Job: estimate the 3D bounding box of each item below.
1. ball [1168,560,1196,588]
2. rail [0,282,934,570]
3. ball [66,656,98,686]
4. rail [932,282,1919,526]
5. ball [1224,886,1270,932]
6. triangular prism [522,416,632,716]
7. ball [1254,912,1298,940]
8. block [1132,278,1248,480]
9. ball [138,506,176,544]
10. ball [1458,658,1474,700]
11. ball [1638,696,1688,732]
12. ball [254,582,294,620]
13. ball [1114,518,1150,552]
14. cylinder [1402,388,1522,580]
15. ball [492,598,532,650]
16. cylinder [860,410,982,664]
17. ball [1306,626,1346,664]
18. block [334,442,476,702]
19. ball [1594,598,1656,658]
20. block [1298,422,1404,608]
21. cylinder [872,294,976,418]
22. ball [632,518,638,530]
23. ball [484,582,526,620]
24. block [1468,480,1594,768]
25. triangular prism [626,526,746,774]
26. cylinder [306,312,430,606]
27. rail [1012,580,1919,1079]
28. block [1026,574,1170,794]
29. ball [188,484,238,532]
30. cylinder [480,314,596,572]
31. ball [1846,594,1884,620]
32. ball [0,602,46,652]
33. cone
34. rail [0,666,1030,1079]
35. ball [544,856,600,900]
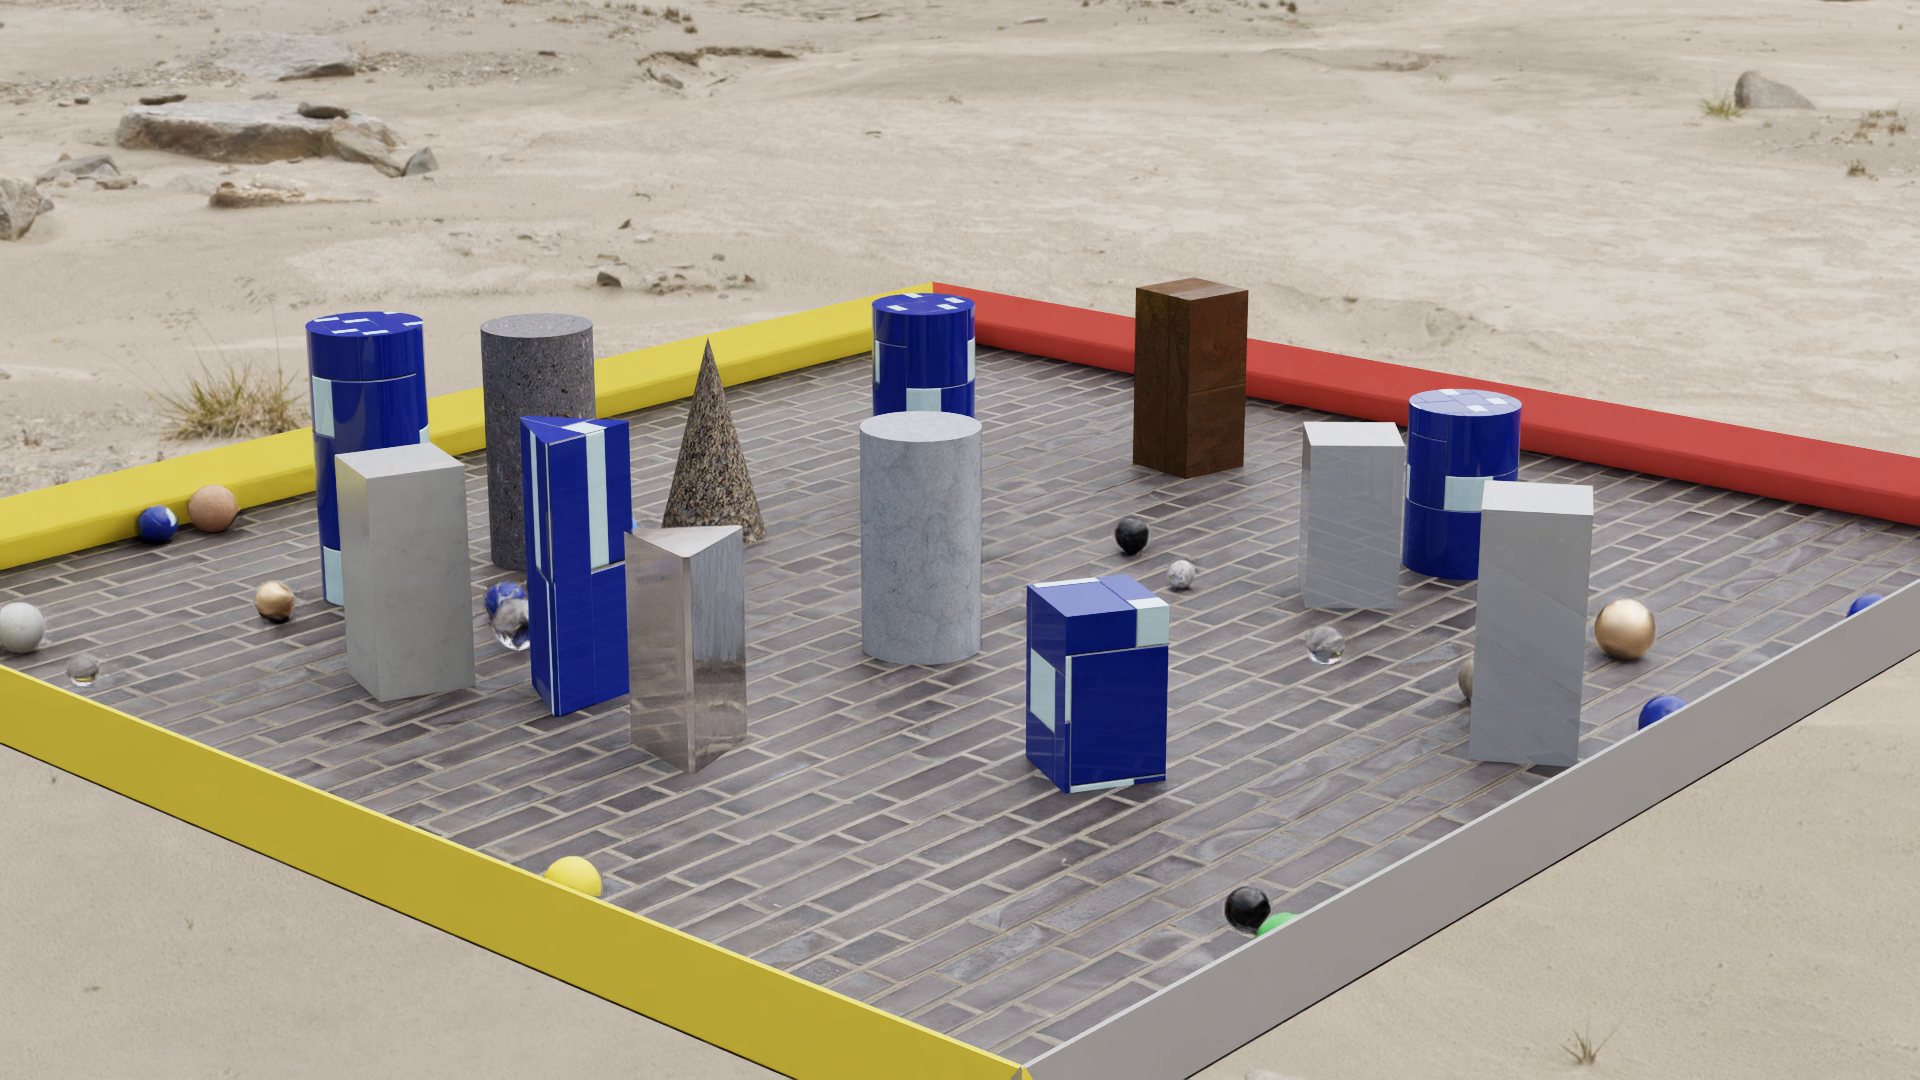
[{"bbox_3d":[0.391,0.060,5.171,0.049,0.049,0.049,0,17,0],"label":"ball"},{"bbox_3d":[-1.038,-0.228,5.983,0.045,0.129,3.019,14,22,39],"label":"rail"},{"bbox_3d":[-1.399,0.209,4.677,0.049,0.049,0.049,0,17,0],"label":"ball"},{"bbox_3d":[0.974,-0.291,6.194,2.797,0.129,0.045,14,22,39],"label":"rail"},{"bbox_3d":[0.370,0.475,3.774,0.059,0.059,0.059,0,17,0],"label":"ball"},{"bbox_3d":[-0.626,0.031,4.589,0.149,0.439,0.172,14,22,38],"label":"triangular prism"},{"bbox_3d":[0.406,0.503,3.649,0.078,0.078,0.078,0,17,0],"label":"ball"},{"bbox_3d":[0.464,-0.328,5.911,0.159,0.364,0.159,-13,21,-37],"label":"block"},{"bbox_3d":[-1.487,-0.029,5.431,0.069,0.069,0.069,0,17,0],"label":"ball"},{"bbox_3d":[0.819,0.220,4.600,0.072,0.072,0.072,0,17,0],"label":"ball"},{"bbox_3d":[1.058,0.276,4.387,0.086,0.086,0.086,0,17,0],"label":"ball"},{"bbox_3d":[-1.167,0.104,4.994,0.067,0.067,0.067,0,17,0],"label":"ball"},{"bbox_3d":[0.315,-0.009,5.373,0.064,0.064,0.064,0,17,0],"label":"ball"},{"bbox_3d":[0.901,-0.102,5.271,0.199,0.301,0.199,0,17,0],"label":"cylinder"},{"bbox_3d":[-0.729,0.138,4.846,0.087,0.087,0.087,0,17,0],"label":"ball"},{"bbox_3d":[-0.064,-0.005,4.820,0.199,0.376,0.199,0,17,0],"label":"cylinder"},{"bbox_3d":[0.596,0.171,4.778,0.063,0.063,0.063,0,17,0],"label":"ball"},{"bbox_3d":[-0.881,0.049,4.659,0.159,0.365,0.159,-9,19,-28],"label":"block"},{"bbox_3d":[1.089,0.145,4.801,0.099,0.099,0.099,0,17,0],"label":"ball"},{"bbox_3d":[0.678,-0.044,5.098,0.159,0.290,0.159,1,17,2],"label":"block"},{"bbox_3d":[-0.070,-0.268,5.675,0.199,0.386,0.199,0,17,0],"label":"cylinder"},{"bbox_3d":[-0.624,-0.013,5.374,0.072,0.072,0.072,0,17,0],"label":"ball"},{"bbox_3d":[-0.770,0.106,4.978,0.072,0.072,0.072,0,17,0],"label":"ball"},{"bbox_3d":[0.851,0.123,4.371,0.159,0.389,0.159,3,17,11],"label":"block"},{"bbox_3d":[-0.385,0.152,4.371,0.149,0.334,0.172,-12,21,-35],"label":"triangular prism"},{"bbox_3d":[-1.018,-0.139,5.083,0.199,0.481,0.199,0,17,0],"label":"cylinder"},{"bbox_3d":[1.038,0.292,4.257,0.045,0.129,3.019,14,22,39],"label":"rail"},{"bbox_3d":[0.199,0.209,4.296,0.159,0.269,0.159,-6,18,-19],"label":"block"},{"bbox_3d":[-1.400,-0.060,5.497,0.090,0.090,0.090,0,17,0],"label":"ball"},{"bbox_3d":[-0.755,-0.176,5.292,0.199,0.432,0.199,0,17,0],"label":"cylinder"},{"bbox_3d":[1.518,0.131,4.878,0.082,0.082,0.082,0,17,0],"label":"ball"},{"bbox_3d":[-1.550,0.144,4.830,0.084,0.084,0.084,0,17,0],"label":"ball"},{"bbox_3d":[-0.463,-0.194,5.443,0.199,0.378,0.199,0,17,0],"label":"cone"},{"bbox_3d":[-0.974,0.356,4.046,2.797,0.129,0.045,14,22,39],"label":"rail"},{"bbox_3d":[-0.507,0.451,3.829,0.075,0.075,0.075,0,17,0],"label":"ball"}]
